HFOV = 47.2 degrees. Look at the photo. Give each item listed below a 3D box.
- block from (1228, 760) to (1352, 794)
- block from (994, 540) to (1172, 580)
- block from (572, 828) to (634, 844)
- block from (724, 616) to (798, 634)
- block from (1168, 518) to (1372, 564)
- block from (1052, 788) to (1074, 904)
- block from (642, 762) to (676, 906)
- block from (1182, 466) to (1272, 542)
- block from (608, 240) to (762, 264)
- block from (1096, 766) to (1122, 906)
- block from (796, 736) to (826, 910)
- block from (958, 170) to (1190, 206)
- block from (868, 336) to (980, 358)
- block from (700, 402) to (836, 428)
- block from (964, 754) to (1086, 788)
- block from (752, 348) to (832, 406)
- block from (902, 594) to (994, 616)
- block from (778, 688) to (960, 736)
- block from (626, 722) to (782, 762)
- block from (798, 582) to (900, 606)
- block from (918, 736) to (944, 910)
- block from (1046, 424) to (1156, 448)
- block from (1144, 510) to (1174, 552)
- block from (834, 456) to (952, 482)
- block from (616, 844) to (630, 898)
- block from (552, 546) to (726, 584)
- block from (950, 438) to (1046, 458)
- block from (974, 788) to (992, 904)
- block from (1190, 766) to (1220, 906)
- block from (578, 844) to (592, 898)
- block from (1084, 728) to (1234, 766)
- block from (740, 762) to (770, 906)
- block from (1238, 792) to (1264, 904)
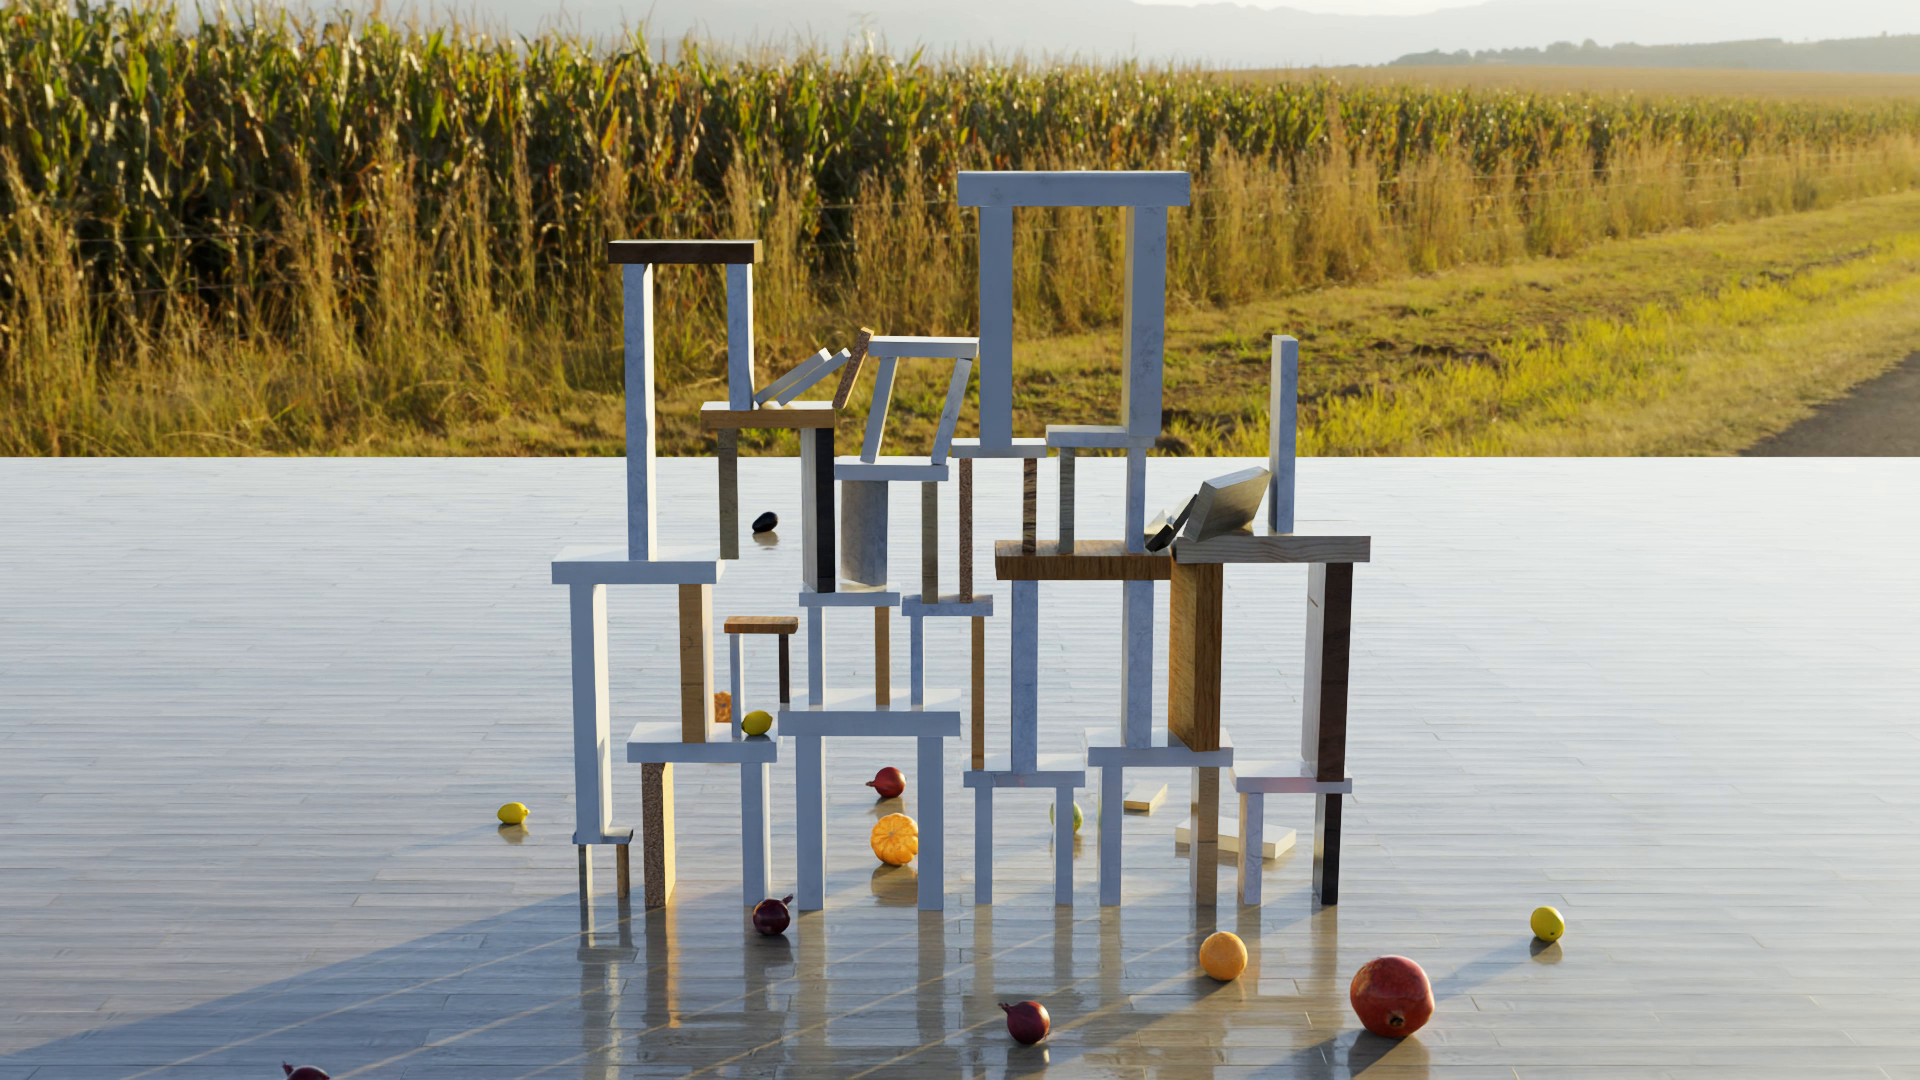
[{"bbox_3d":[0.544,0.391,3.629,0.189,0.027,0.094,0,11,-1],"label":"block"},{"bbox_3d":[0.197,0.032,3.567,0.278,0.039,0.139,0,11,-1],"label":"block"},{"bbox_3d":[-0.593,0.491,3.652,0.094,0.013,0.047,0,11,0],"label":"block"},{"bbox_3d":[-0.324,0.139,3.590,0.115,0.016,0.058,0,11,2],"label":"block"},{"bbox_3d":[0.496,0.001,3.560,0.308,0.044,0.154,0,11,-1],"label":"block"},{"bbox_3d":[0.171,0.492,3.652,0.028,0.199,0.099,0,11,0],"label":"block"},{"bbox_3d":[-0.500,0.470,3.649,0.034,0.243,0.121,0,11,0],"label":"block"},{"bbox_3d":[0.425,-0.058,3.488,0.027,0.095,0.191,31,25,26],"label":"block"},{"bbox_3d":[-0.433,-0.456,3.476,0.229,0.032,0.114,0,11,1],"label":"block"},{"bbox_3d":[0.248,0.473,3.651,0.033,0.236,0.118,0,11,1],"label":"block"},{"bbox_3d":[-0.246,0.446,3.638,0.042,0.293,0.147,0,11,-1],"label":"block"},{"bbox_3d":[0.175,-0.553,3.455,0.356,0.050,0.178,0,11,0],"label":"block"},{"bbox_3d":[-0.057,-0.308,3.503,0.171,0.024,0.085,1,11,3],"label":"block"},{"bbox_3d":[-0.306,-0.201,3.524,0.211,0.030,0.106,0,11,-2],"label":"block"},{"bbox_3d":[0.105,0.380,3.631,0.199,0.028,0.099,0,11,0],"label":"block"},{"bbox_3d":[-0.269,-0.262,3.530,0.130,0.018,0.065,-33,6,10],"label":"block"},{"bbox_3d":[-0.020,0.106,3.575,0.148,0.021,0.074,0,11,0],"label":"block"},{"bbox_3d":[-0.146,0.282,3.607,0.293,0.042,0.147,0,11,0],"label":"block"},{"bbox_3d":[-0.419,0.334,3.625,0.243,0.034,0.122,0,11,0],"label":"block"},{"bbox_3d":[-0.179,0.088,3.580,0.163,0.023,0.081,0,11,-1],"label":"block"},{"bbox_3d":[-0.048,0.447,3.636,0.042,0.293,0.147,0,11,0],"label":"block"},{"bbox_3d":[0.224,-0.166,3.526,0.170,0.024,0.085,1,11,-1],"label":"block"},{"bbox_3d":[0.316,-0.015,3.515,0.014,0.051,0.102,40,13,-7],"label":"block"},{"bbox_3d":[-0.107,-0.115,3.544,0.182,0.026,0.091,1,11,2],"label":"block"},{"bbox_3d":[-0.561,0.544,3.662,0.013,0.094,0.047,0,11,0],"label":"block"},{"bbox_3d":[-0.520,0.040,3.568,0.263,0.037,0.131,0,11,0],"label":"block"},{"bbox_3d":[0.062,-0.148,3.535,0.152,0.022,0.076,0,11,-1],"label":"block"},{"bbox_3d":[0.039,0.492,3.651,0.028,0.199,0.099,0,11,0],"label":"block"},{"bbox_3d":[0.406,0.473,3.651,0.033,0.236,0.118,0,11,0],"label":"block"},{"bbox_3d":[-0.624,0.544,3.662,0.013,0.094,0.047,0,11,0],"label":"block"},{"bbox_3d":[0.326,0.341,3.627,0.236,0.033,0.118,0,11,0],"label":"block"},{"bbox_3d":[-0.338,0.470,3.650,0.034,0.243,0.121,0,11,0],"label":"block"},{"bbox_3d":[0.482,0.498,3.648,0.027,0.189,0.095,0,11,0],"label":"block"}]
